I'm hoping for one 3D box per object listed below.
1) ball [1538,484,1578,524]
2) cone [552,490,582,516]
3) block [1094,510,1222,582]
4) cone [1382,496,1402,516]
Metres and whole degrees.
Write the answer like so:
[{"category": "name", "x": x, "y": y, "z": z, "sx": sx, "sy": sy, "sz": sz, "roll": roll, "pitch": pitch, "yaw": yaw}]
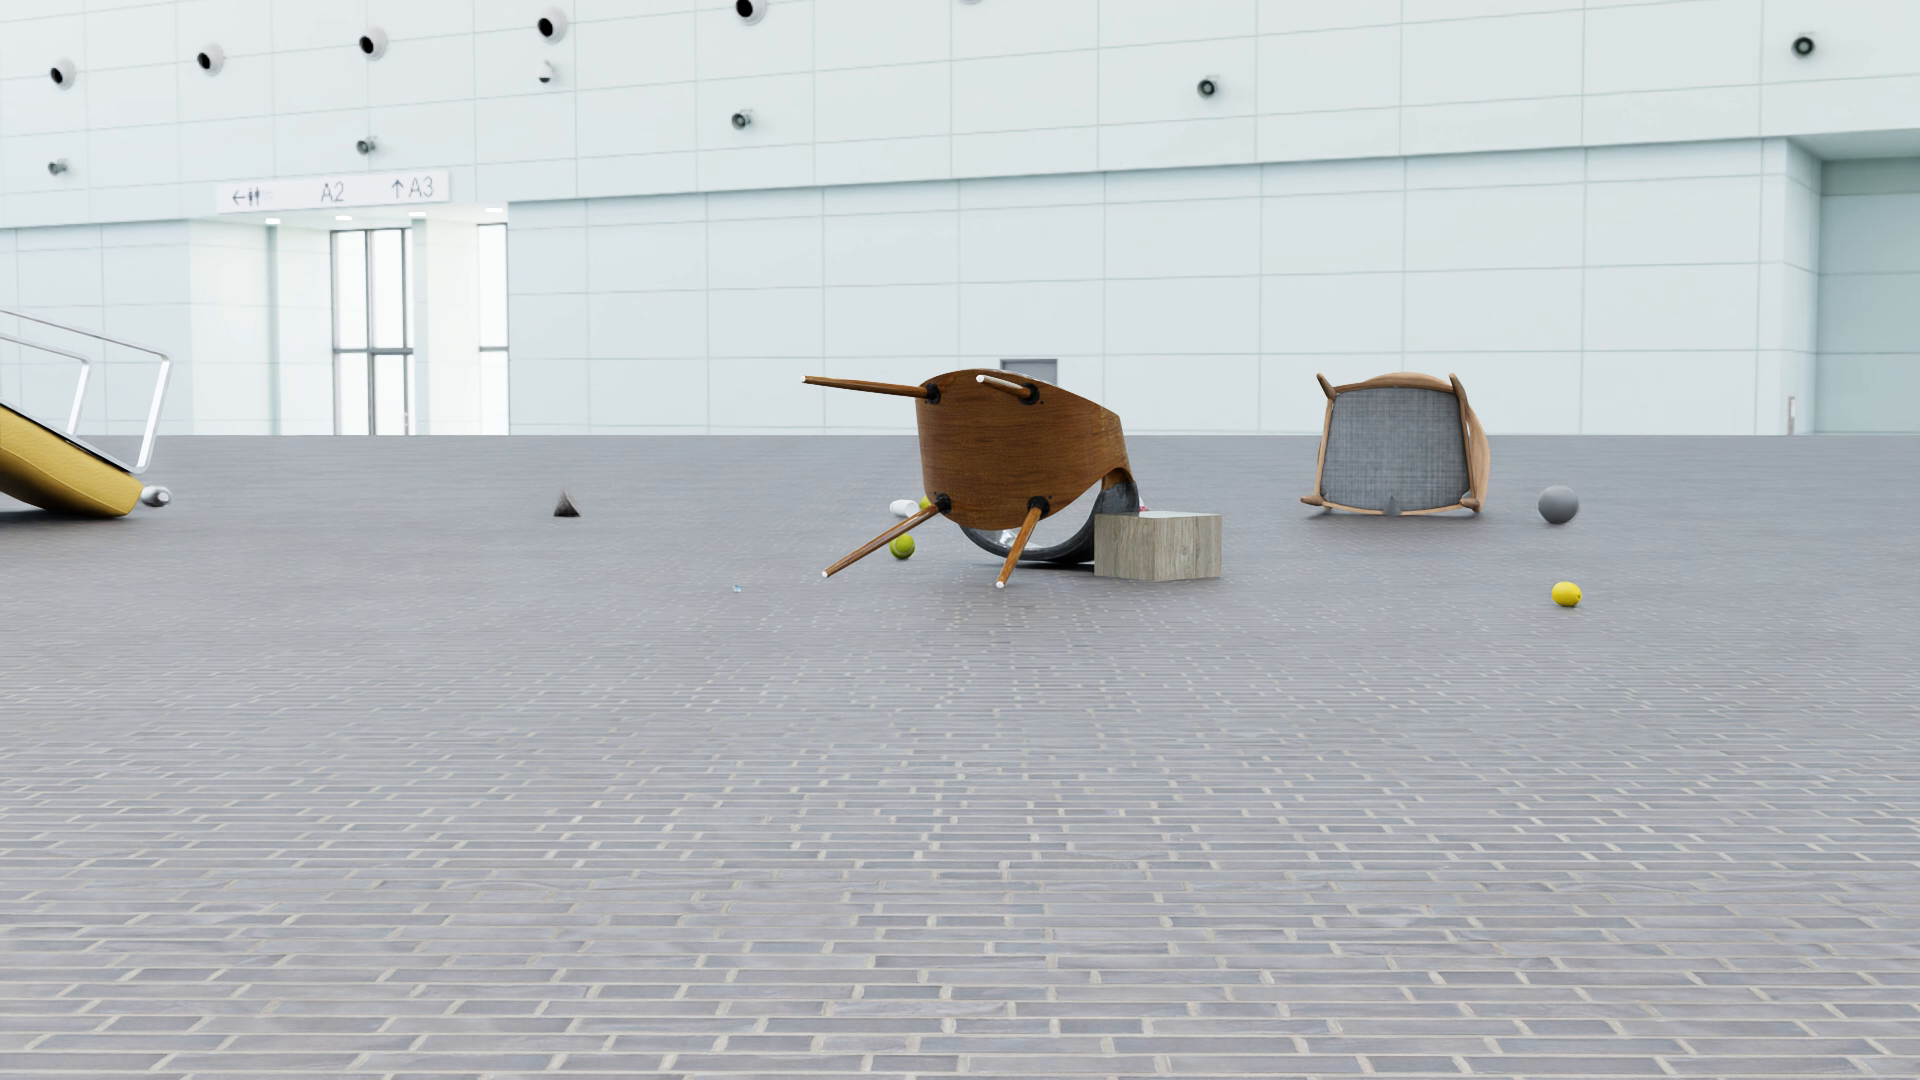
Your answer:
[{"category": "ball", "x": 1.991, "y": -0.119, "z": 7.318, "sx": 0.131, "sy": 0.131, "sz": 0.131, "roll": 0, "pitch": 4, "yaw": 0}, {"category": "cone", "x": -1.409, "y": -0.110, "z": 7.794, "sx": 0.087, "sy": 0.112, "sz": 0.121, "roll": -33, "pitch": -8, "yaw": 1}, {"category": "block", "x": 0.476, "y": 0.012, "z": 5.291, "sx": 0.219, "sy": 0.148, "sz": 0.213, "roll": -3, "pitch": 5, "yaw": -38}, {"category": "cone", "x": 1.528, "y": -0.128, "z": 7.774, "sx": 0.070, "sy": 0.071, "sz": 0.054, "roll": 6, "pitch": 30, "yaw": 25}]
